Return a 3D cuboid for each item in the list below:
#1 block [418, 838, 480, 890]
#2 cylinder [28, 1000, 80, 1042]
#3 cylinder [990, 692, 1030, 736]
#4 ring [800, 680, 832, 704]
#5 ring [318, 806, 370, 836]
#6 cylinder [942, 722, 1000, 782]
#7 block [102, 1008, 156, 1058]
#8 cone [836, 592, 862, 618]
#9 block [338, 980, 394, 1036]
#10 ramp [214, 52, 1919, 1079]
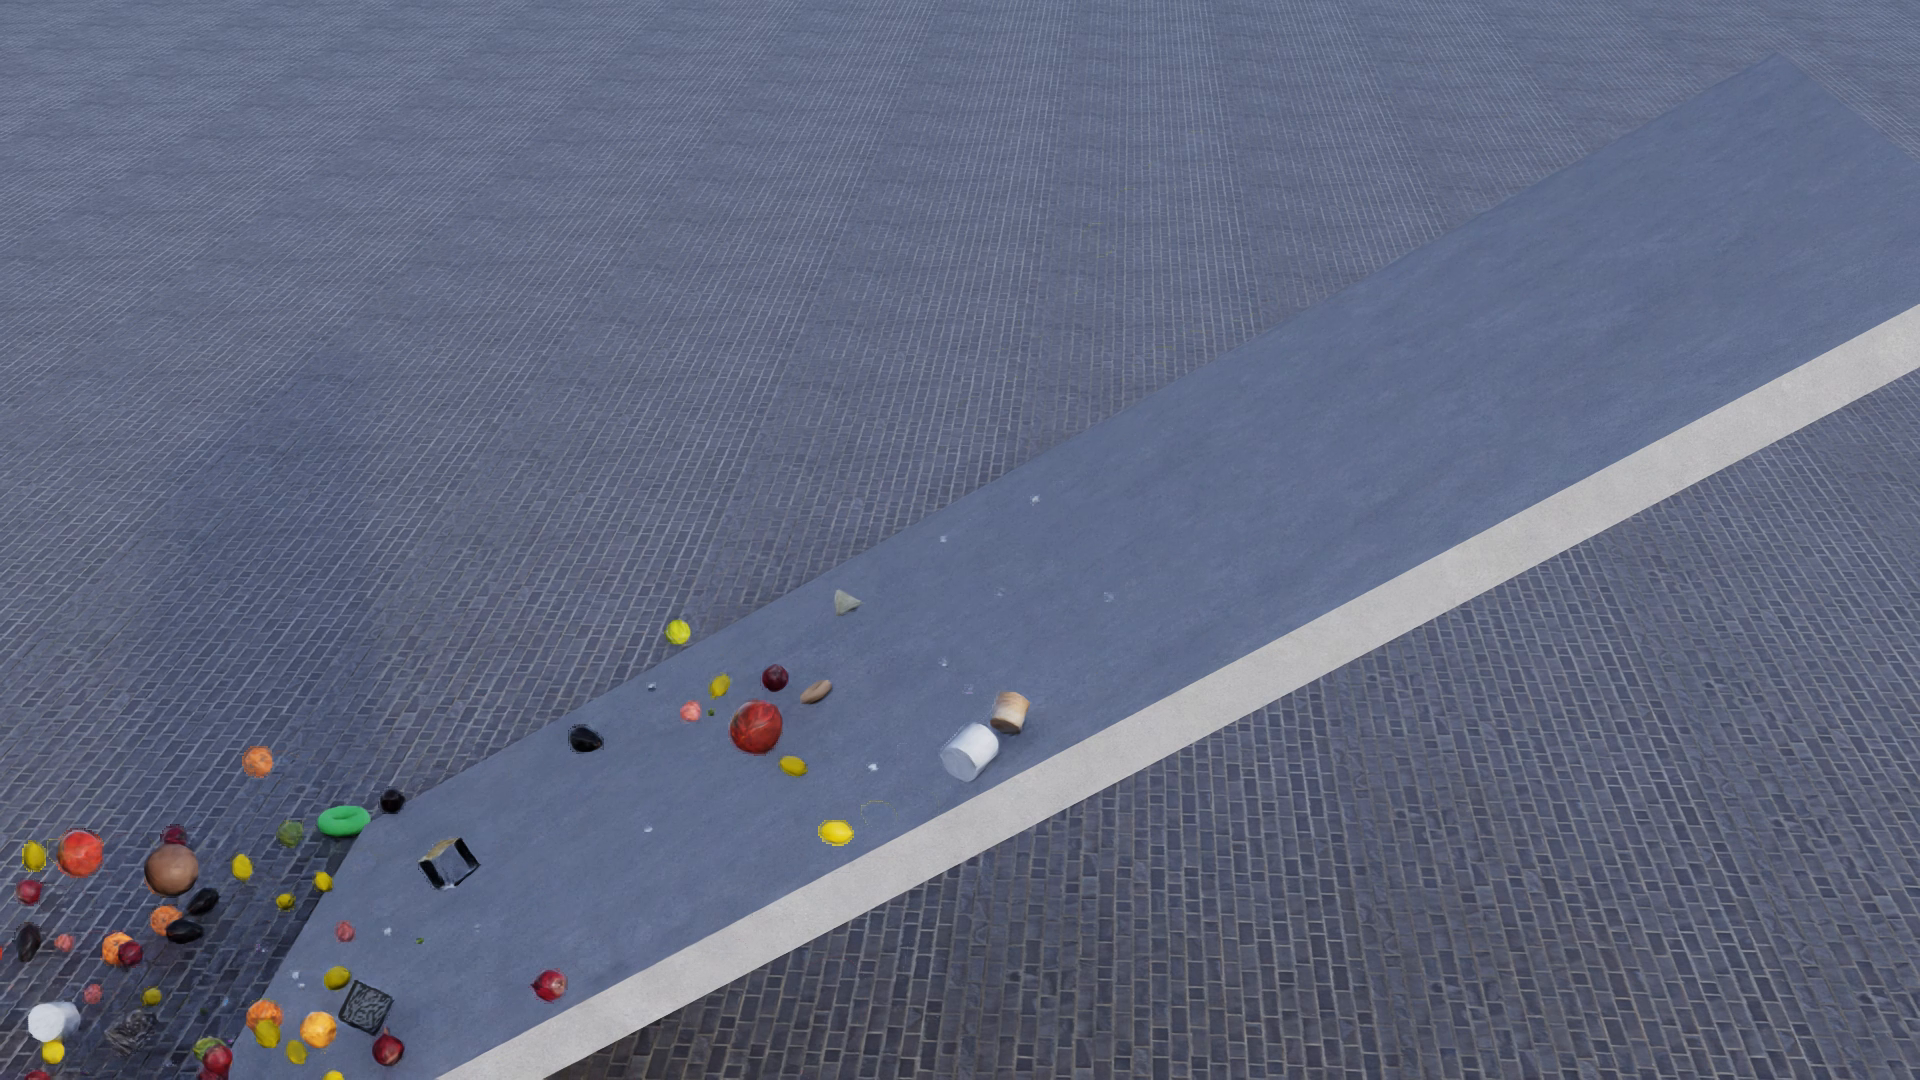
[{"bbox_3d":[-1.166,0.739,6.708,0.082,0.082,0.082,-15,22,47],"label":"block"},{"bbox_3d":[-2.037,1.082,6.612,0.085,0.085,0.085,3,-5,9],"label":"cylinder"},{"bbox_3d":[0.093,0.324,5.501,0.060,0.060,0.060,8,61,23],"label":"cylinder"},{"bbox_3d":[-0.314,0.332,6.423,0.077,0.026,0.077,-30,13,8],"label":"ring"},{"bbox_3d":[-1.636,0.747,7.814,0.140,0.047,0.140,-1,18,0],"label":"ring"},{"bbox_3d":[0.019,0.393,5.441,0.078,0.078,0.078,12,39,32],"label":"cylinder"},{"bbox_3d":[-1.878,1.114,6.652,0.069,0.069,0.069,-24,14,25],"label":"block"},{"bbox_3d":[-0.255,0.148,6.903,0.064,0.064,0.064,-5,18,8],"label":"cone"},{"bbox_3d":[-1.208,0.953,5.981,0.080,0.080,0.080,24,-18,-1],"label":"block"},{"bbox_3d":[0.142,0.168,6.286,4.000,0.100,2.000,-29,15,12],"label":"ramp"}]
